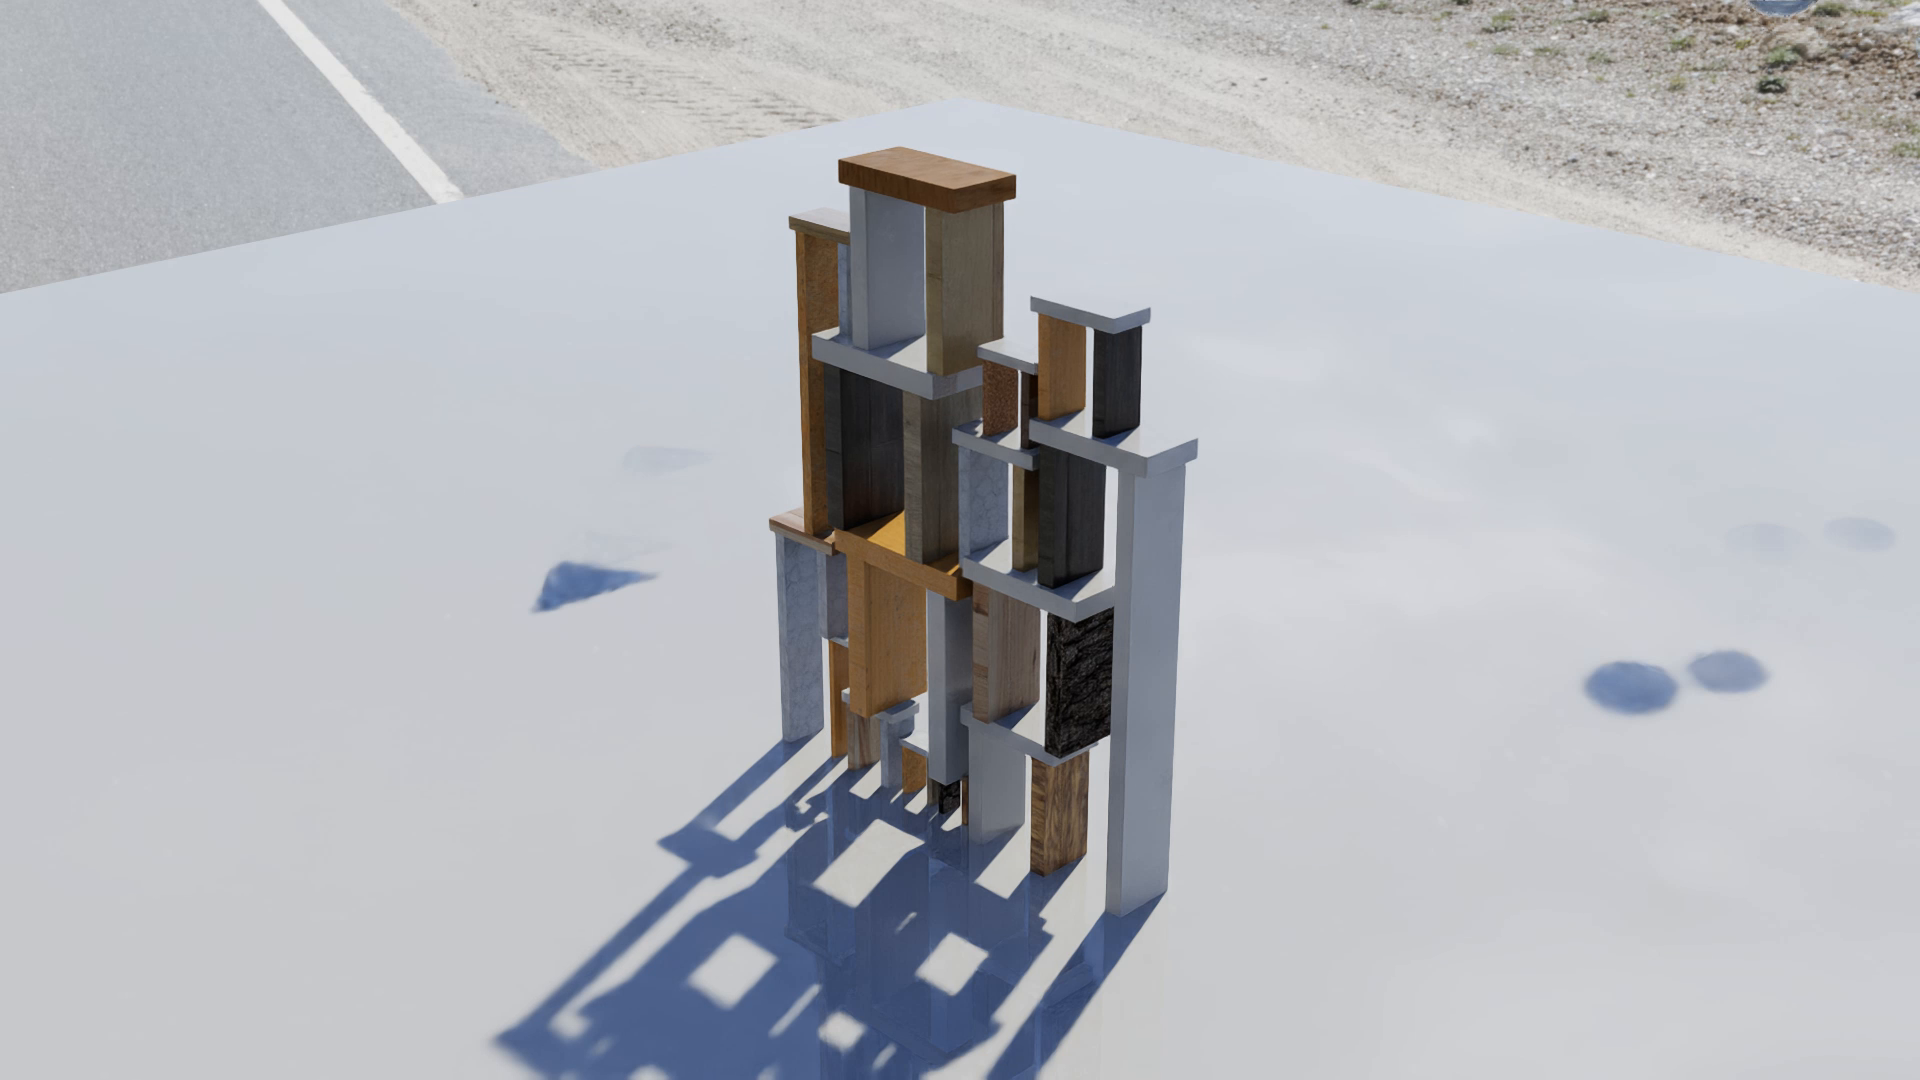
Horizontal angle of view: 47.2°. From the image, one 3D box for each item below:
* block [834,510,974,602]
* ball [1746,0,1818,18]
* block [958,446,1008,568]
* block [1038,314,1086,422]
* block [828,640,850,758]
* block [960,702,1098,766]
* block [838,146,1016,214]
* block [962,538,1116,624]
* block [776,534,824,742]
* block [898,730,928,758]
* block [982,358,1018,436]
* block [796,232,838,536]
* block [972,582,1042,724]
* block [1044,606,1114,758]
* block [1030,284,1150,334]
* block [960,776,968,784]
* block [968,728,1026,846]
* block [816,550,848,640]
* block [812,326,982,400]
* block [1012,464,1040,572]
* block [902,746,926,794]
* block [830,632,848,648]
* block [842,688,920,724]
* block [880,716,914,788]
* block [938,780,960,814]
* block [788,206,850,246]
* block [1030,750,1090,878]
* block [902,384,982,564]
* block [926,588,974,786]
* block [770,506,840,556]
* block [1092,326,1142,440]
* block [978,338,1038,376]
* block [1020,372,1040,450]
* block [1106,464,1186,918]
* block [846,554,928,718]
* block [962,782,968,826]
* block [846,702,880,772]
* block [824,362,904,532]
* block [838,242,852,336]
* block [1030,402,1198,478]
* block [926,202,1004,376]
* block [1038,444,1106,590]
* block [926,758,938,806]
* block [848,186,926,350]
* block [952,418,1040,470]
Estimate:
[{"bbox_3d":[-0.065,0.021,4.309,0.174,0.049,0.347,-21,31,-40],"label":"block"},{"bbox_3d":[2.087,-1.433,5.568,0.217,0.217,0.217,0,23,0],"label":"ball"},{"bbox_3d":[0.045,-0.071,4.147,0.103,0.247,0.029,-21,31,-40],"label":"block"},{"bbox_3d":[0.181,-0.315,3.889,0.027,0.193,0.096,20,30,41],"label":"block"},{"bbox_3d":[-0.251,0.328,4.637,0.014,0.275,0.049,21,31,41],"label":"block"},{"bbox_3d":[0.132,0.357,4.233,0.125,0.035,0.250,-21,31,-40],"label":"block"},{"bbox_3d":[-0.062,-0.658,4.006,0.154,0.044,0.309,-21,31,-40],"label":"block"},{"bbox_3d":[0.157,0.071,4.076,0.144,0.041,0.287,-21,31,-40],"label":"block"},{"bbox_3d":[-0.339,0.197,4.679,0.027,0.482,0.097,21,31,41],"label":"block"},{"bbox_3d":[-0.068,0.418,4.482,0.107,0.015,0.054,21,31,41],"label":"block"},{"bbox_3d":[0.075,-0.269,4.035,0.073,0.146,0.021,-21,31,-40],"label":"block"},{"bbox_3d":[-0.277,-0.316,4.391,0.026,0.632,0.091,21,31,40],"label":"block"},{"bbox_3d":[0.090,0.195,4.203,0.144,0.287,0.041,-21,31,-40],"label":"block"},{"bbox_3d":[0.223,0.248,4.077,0.144,0.287,0.041,-21,31,-40],"label":"block"},{"bbox_3d":[0.225,-0.400,3.806,0.193,0.027,0.096,21,31,40],"label":"block"},{"bbox_3d":[0.002,0.458,4.410,0.050,0.014,0.099,-21,31,-40],"label":"block"},{"bbox_3d":[0.074,0.466,4.343,0.125,0.250,0.035,-21,31,-41],"label":"block"},{"bbox_3d":[-0.248,0.100,4.538,0.027,0.194,0.097,21,31,41],"label":"block"},{"bbox_3d":[-0.107,-0.349,4.186,0.170,0.048,0.339,-21,31,-40],"label":"block"},{"bbox_3d":[0.143,-0.052,4.049,0.103,0.206,0.029,-21,31,-40],"label":"block"},{"bbox_3d":[-0.094,0.465,4.529,0.015,0.107,0.054,21,31,41],"label":"block"},{"bbox_3d":[-0.228,0.204,4.559,0.099,0.014,0.050,21,31,41],"label":"block"},{"bbox_3d":[-0.165,0.334,4.549,0.077,0.022,0.154,-21,31,-41],"label":"block"},{"bbox_3d":[-0.129,0.430,4.551,0.077,0.154,0.022,-21,31,-41],"label":"block"},{"bbox_3d":[-0.021,0.501,4.453,0.049,0.099,0.014,-21,31,-41],"label":"block"},{"bbox_3d":[-0.234,-0.602,4.223,0.182,0.026,0.091,21,32,40],"label":"block"},{"bbox_3d":[0.192,0.512,4.234,0.035,0.250,0.125,21,31,41],"label":"block"},{"bbox_3d":[-0.028,-0.139,4.187,0.170,0.339,0.048,-21,30,-40],"label":"block"},{"bbox_3d":[0.017,0.265,4.323,0.174,0.410,0.049,-21,31,-40],"label":"block"},{"bbox_3d":[-0.294,-0.020,4.537,0.193,0.027,0.097,21,31,40],"label":"block"},{"bbox_3d":[0.272,-0.280,3.806,0.027,0.193,0.096,20,30,41],"label":"block"},{"bbox_3d":[0.108,-0.332,3.970,0.073,0.021,0.146,-21,31,-40],"label":"block"},{"bbox_3d":[0.142,-0.242,3.971,0.073,0.146,0.021,-21,31,-40],"label":"block"},{"bbox_3d":[0.334,0.272,3.984,0.039,0.886,0.136,21,31,41],"label":"block"},{"bbox_3d":[-0.145,0.171,4.462,0.174,0.347,0.049,-21,31,-41],"label":"block"},{"bbox_3d":[0.026,0.519,4.410,0.049,0.099,0.014,-21,31,-40],"label":"block"},{"bbox_3d":[-0.201,0.402,4.617,0.022,0.154,0.077,21,31,41],"label":"block"},{"bbox_3d":[-0.185,-0.203,4.337,0.170,0.339,0.048,-21,30,-40],"label":"block"},{"bbox_3d":[-0.191,-0.492,4.225,0.091,0.182,0.026,-21,31,-40],"label":"block"},{"bbox_3d":[0.268,-0.178,3.862,0.273,0.039,0.136,21,31,40],"label":"block"},{"bbox_3d":[0.009,-0.467,4.007,0.154,0.309,0.044,-21,30,-39],"label":"block"},{"bbox_3d":[0.203,-0.060,3.982,0.136,0.273,0.039,-21,31,-41],"label":"block"},{"bbox_3d":[-0.043,0.484,4.482,0.015,0.107,0.054,21,31,41],"label":"block"},{"bbox_3d":[-0.133,-0.525,4.143,0.154,0.309,0.044,-21,31,-40],"label":"block"},{"bbox_3d":[0.094,-0.180,4.049,0.103,0.029,0.206,-21,31,-40],"label":"block"}]
